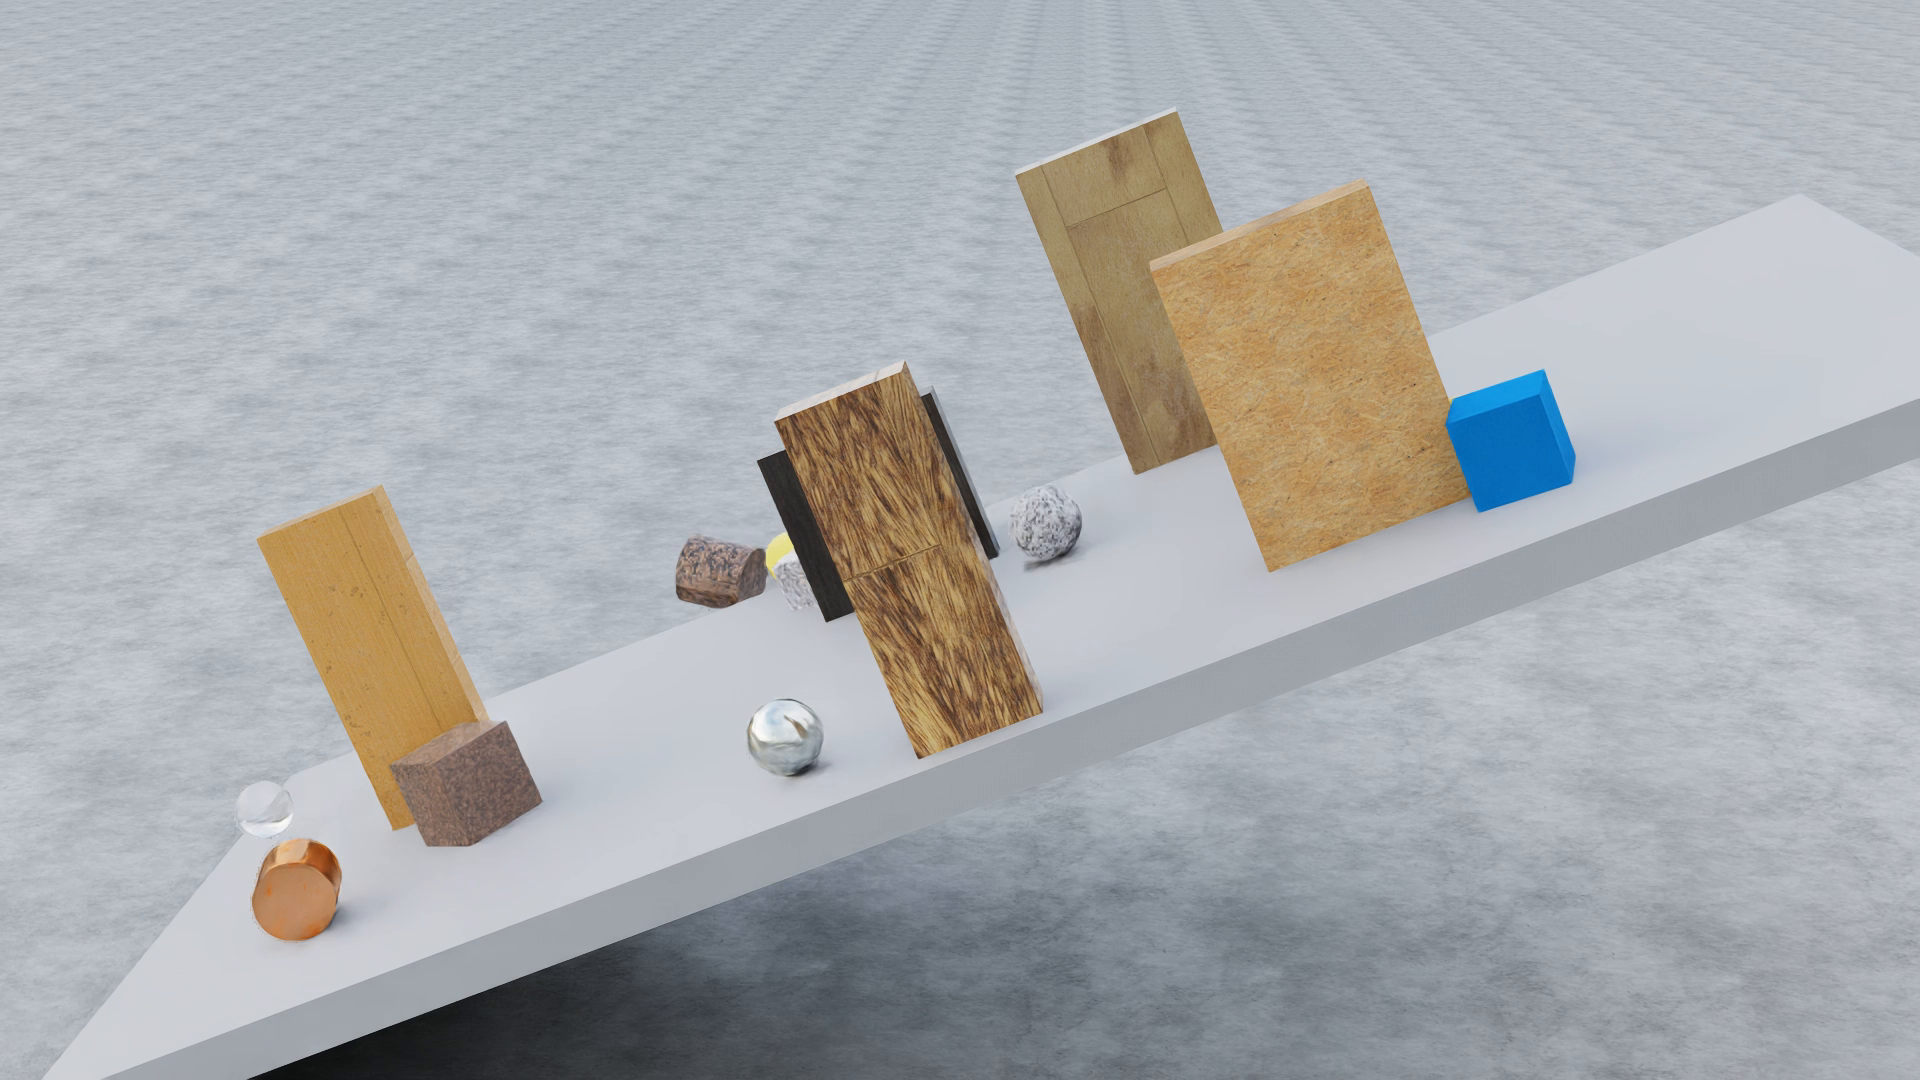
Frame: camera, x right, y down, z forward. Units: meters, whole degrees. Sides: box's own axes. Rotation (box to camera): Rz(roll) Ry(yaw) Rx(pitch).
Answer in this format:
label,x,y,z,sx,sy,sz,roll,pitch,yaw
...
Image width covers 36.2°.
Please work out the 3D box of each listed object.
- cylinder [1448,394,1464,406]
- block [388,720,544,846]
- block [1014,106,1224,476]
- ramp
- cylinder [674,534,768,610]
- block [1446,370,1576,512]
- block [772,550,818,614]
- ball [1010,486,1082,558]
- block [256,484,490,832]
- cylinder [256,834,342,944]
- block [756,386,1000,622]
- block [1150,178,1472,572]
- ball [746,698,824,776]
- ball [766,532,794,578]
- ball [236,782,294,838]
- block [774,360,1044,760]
label,x,y,z,sx,sy,sz,roll,pitch,yaw
cylinder,1.029,-0.220,5.775,0.146,0.146,0.146,-12,3,41
block,-1.043,0.514,6.212,0.194,0.194,0.194,-32,15,-36
block,0.456,-0.580,6.885,0.399,0.762,0.105,-21,12,7
ramp,0.124,0.173,6.290,4.000,0.100,2.000,-21,12,7
cylinder,-0.605,0.088,7.471,0.176,0.176,0.176,13,17,19
block,1.037,-0.187,5.528,0.181,0.181,0.181,-18,13,19
block,-0.350,0.083,7.005,0.122,0.122,0.122,-17,13,25
ball,0.189,-0.039,6.469,0.160,0.160,0.160,0,14,0
block,-1.253,0.261,6.439,0.280,0.715,0.083,-21,12,7
cylinder,-1.344,0.709,5.967,0.165,0.165,0.165,-3,22,-14
block,-0.185,-0.082,6.731,0.427,0.410,0.091,-21,12,7
block,0.682,-0.314,5.645,0.436,0.629,0.133,-21,12,7
ball,-0.336,0.378,5.637,0.148,0.148,0.148,0,14,0
ball,-0.417,0.044,7.276,0.130,0.130,0.130,0,14,0
ball,-1.633,0.633,6.905,0.134,0.134,0.134,0,14,0
block,-0.088,0.038,5.381,0.247,0.682,0.117,-21,12,7
